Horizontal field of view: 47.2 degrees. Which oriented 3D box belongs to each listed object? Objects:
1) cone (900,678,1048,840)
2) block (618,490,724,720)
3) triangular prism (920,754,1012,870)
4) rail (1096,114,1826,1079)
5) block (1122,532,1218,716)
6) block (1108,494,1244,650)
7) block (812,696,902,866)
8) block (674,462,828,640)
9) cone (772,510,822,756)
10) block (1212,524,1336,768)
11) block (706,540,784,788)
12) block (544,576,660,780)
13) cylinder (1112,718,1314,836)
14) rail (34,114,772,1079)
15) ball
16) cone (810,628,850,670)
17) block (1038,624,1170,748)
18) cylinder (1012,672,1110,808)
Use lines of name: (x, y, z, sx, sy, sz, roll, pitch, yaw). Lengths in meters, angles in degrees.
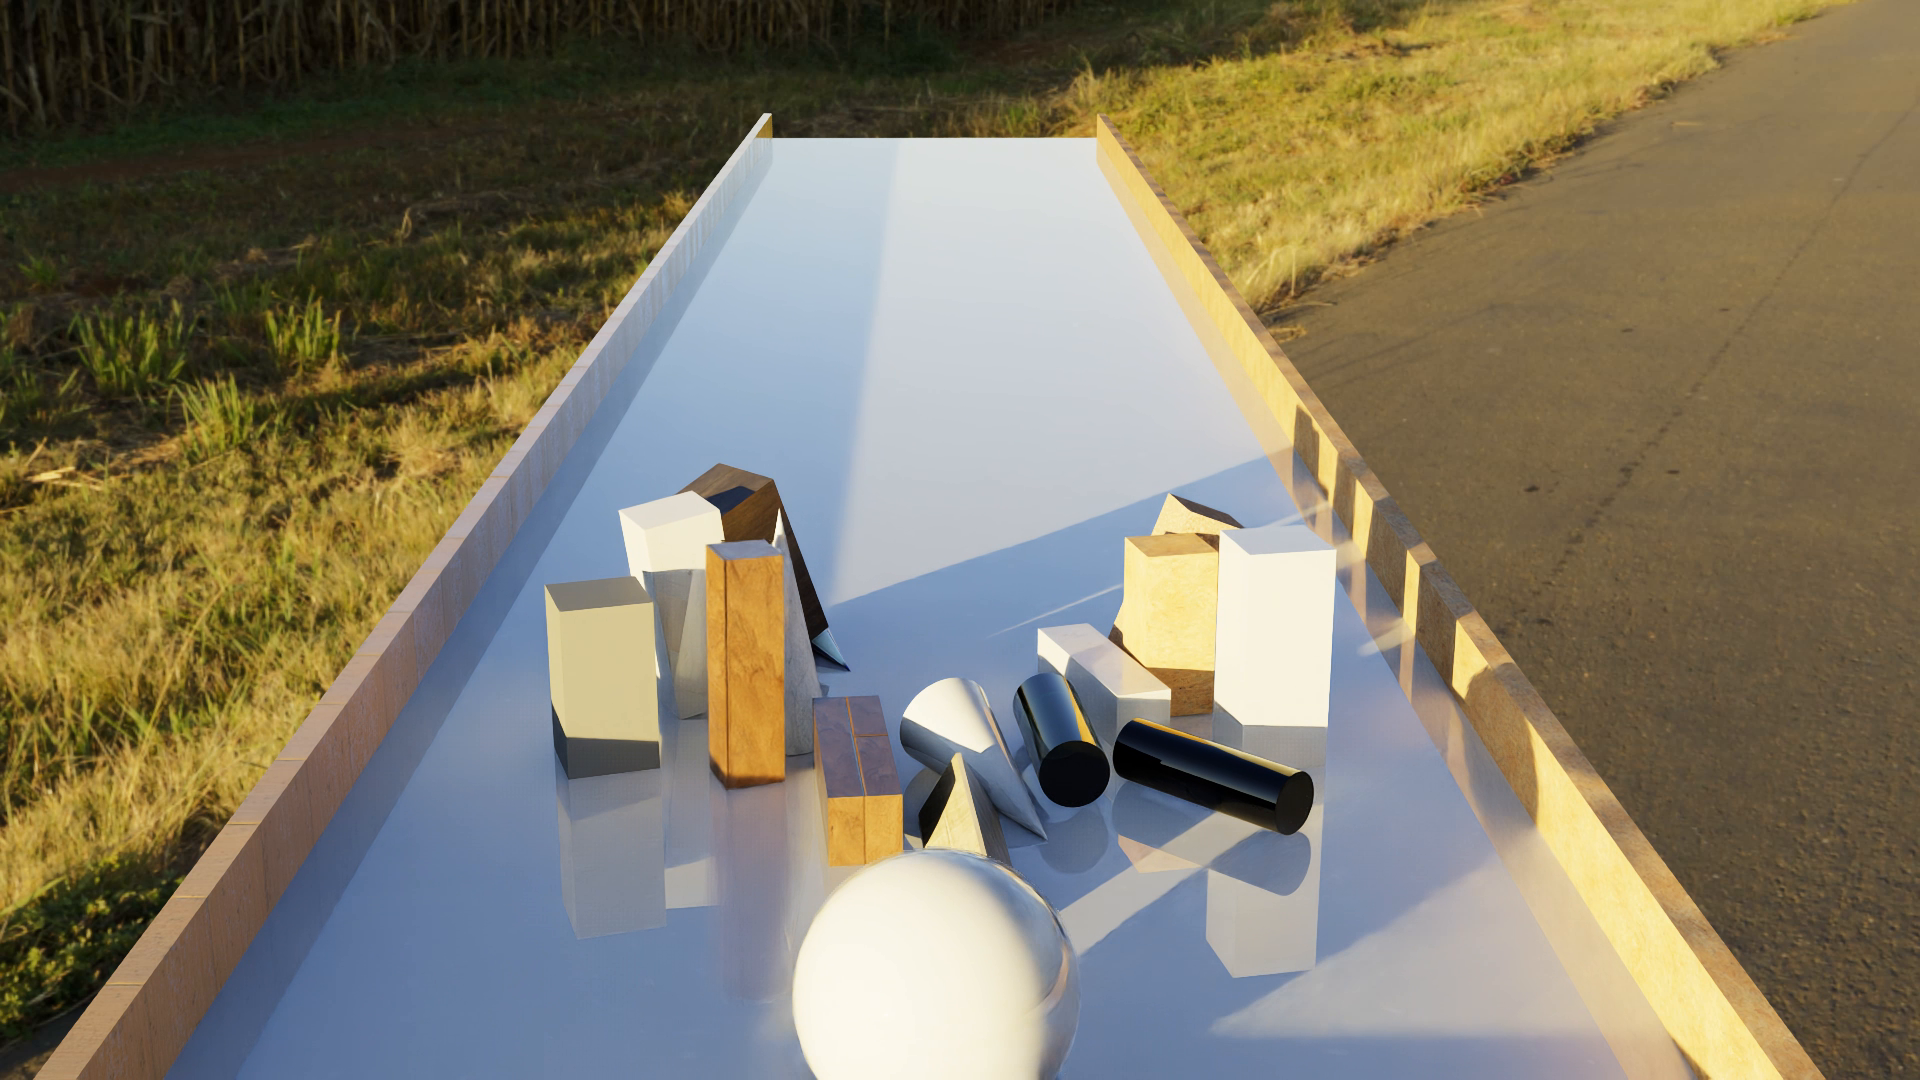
cone: (0.058, 0.403, 3.718, 0.174, 0.174, 0.377, -9, 31, -27)
block: (-0.514, 0.121, 4.124, 0.146, 0.379, 0.146, -16, 22, -22)
triangular prism: (0.017, 0.466, 3.453, 0.130, 0.112, 0.424, -1, 17, -5)
rail: (0.932, -0.844, 7.801, 0.050, 0.150, 12.000, 0, 17, -1)
block: (0.393, 0.160, 4.137, 0.136, 0.314, 0.136, -4, 17, -13)
block: (0.421, 0.098, 4.272, 0.133, 0.330, 0.133, 19, 11, -17)
block: (-0.176, 0.396, 3.688, 0.117, 0.117, 0.447, -2, 17, -7)
block: (-0.428, 0.057, 4.343, 0.171, 0.358, 0.171, 17, 45, 44)
cone: (-0.319, 0.152, 3.948, 0.170, 0.436, 0.170, 0, 16, 0)
block: (0.553, 0.191, 3.886, 0.157, 0.399, 0.157, -4, 17, -12)
block: (-0.370, 0.213, 3.789, 0.105, 0.408, 0.105, -5, 17, -22)
block: (-0.631, 0.240, 3.879, 0.161, 0.307, 0.161, -6, 17, -18)
cylinder: (0.423, 0.396, 3.705, 0.343, 0.109, 0.109, 15, 23, 42)
rail: (-1.118, -0.838, 7.780, 0.050, 0.150, 12.000, 0, 17, -1)
ball: (-0.029, 0.561, 2.715, 0.357, 0.357, 0.357, 0, 17, 0)
cone: (-0.290, 0.196, 4.474, 0.109, 0.109, 0.317, -9, 29, -27)
block: (0.266, 0.271, 4.133, 0.105, 0.105, 0.393, -6, 17, -18)
cylinder: (0.174, 0.346, 3.850, 0.122, 0.122, 0.331, -2, 17, -6)
